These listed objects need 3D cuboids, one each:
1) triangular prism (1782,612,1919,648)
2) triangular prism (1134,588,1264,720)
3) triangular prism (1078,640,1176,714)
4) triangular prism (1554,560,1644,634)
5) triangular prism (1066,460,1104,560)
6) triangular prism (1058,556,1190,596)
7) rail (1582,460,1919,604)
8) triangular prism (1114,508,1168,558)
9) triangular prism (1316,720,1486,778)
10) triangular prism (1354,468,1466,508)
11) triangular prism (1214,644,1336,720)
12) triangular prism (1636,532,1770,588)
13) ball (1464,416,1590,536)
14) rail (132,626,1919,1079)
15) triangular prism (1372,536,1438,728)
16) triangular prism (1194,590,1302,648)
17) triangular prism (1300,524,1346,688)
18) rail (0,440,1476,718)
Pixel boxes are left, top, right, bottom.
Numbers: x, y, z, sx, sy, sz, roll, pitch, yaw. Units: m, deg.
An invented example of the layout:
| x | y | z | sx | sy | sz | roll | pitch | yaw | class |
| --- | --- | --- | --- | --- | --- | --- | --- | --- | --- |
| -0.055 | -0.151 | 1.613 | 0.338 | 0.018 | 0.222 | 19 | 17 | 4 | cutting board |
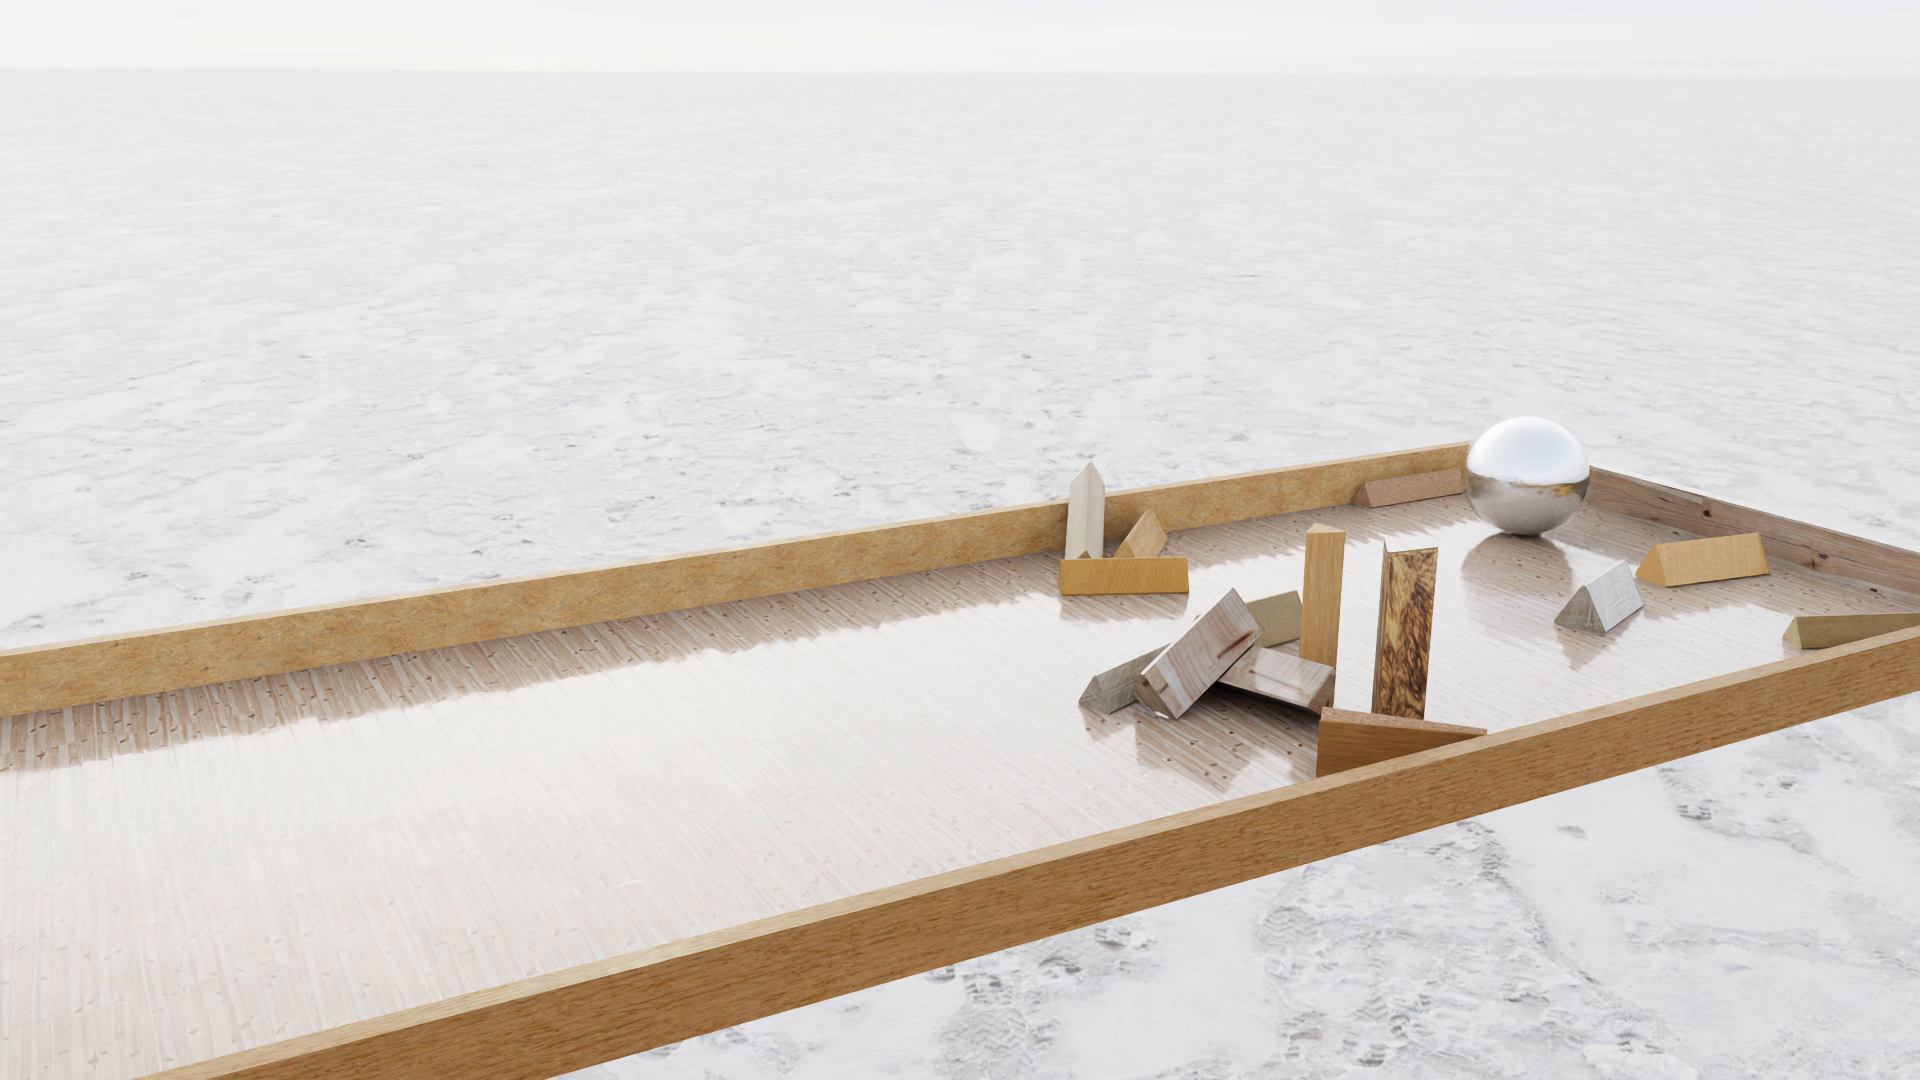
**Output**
| x | y | z | sx | sy | sz | roll | pitch | yaw | class |
| --- | --- | --- | --- | --- | --- | --- | --- | --- | --- |
| 2.443 | 0.233 | 4.418 | 0.443 | 0.076 | 0.088 | -2 | 16 | -5 | triangular prism |
| 0.563 | 0.259 | 3.976 | 0.334 | 0.123 | 0.142 | -41 | 40 | -23 | triangular prism |
| 0.456 | 0.322 | 4.099 | 0.098 | 0.085 | 0.397 | 15 | 22 | 40 | triangular prism |
| 1.800 | 0.148 | 4.623 | 0.142 | 0.123 | 0.313 | 13 | 21 | 38 | triangular prism |
| 0.393 | -0.074 | 5.105 | 0.112 | 0.097 | 0.436 | 6 | 41 | 2 | triangular prism |
| 0.480 | 0.098 | 4.848 | 0.375 | 0.093 | 0.107 | -1 | 16 | -4 | triangular prism |
| 2.466 | -0.048 | 5.253 | 0.050 | 0.150 | 2.100 | -9 | 18 | -27 | rail |
| 0.555 | -0.002 | 5.159 | 0.125 | 0.108 | 0.403 | 5 | 17 | 16 | triangular prism |
| 0.957 | 0.459 | 3.576 | 0.355 | 0.116 | 0.134 | 4 | 16 | 13 | triangular prism |
| 1.601 | -0.191 | 5.853 | 0.445 | 0.081 | 0.094 | -9 | 19 | -27 | triangular prism |
| 0.719 | 0.315 | 3.985 | 0.387 | 0.114 | 0.132 | 15 | -10 | 41 | triangular prism |
| 2.246 | 0.050 | 4.973 | 0.388 | 0.113 | 0.131 | -6 | 18 | -18 | triangular prism |
| 1.846 | -0.211 | 5.381 | 0.390 | 0.390 | 0.390 | 0 | 16 | 0 | ball |
| -2.336 | 1.006 | 1.665 | 12.000 | 0.150 | 0.050 | -9 | 18 | -27 | rail |
| 1.008 | 0.216 | 3.843 | 0.132 | 0.439 | 0.114 | -6 | 17 | -19 | triangular prism |
| 0.766 | 0.219 | 4.399 | 0.365 | 0.113 | 0.130 | -11 | 20 | -34 | triangular prism |
| 0.881 | 0.163 | 4.084 | 0.097 | 0.404 | 0.084 | -2 | 16 | -7 | triangular prism |
| -3.305 | 0.497 | 3.399 | 12.000 | 0.150 | 0.050 | -9 | 18 | -27 | rail |
